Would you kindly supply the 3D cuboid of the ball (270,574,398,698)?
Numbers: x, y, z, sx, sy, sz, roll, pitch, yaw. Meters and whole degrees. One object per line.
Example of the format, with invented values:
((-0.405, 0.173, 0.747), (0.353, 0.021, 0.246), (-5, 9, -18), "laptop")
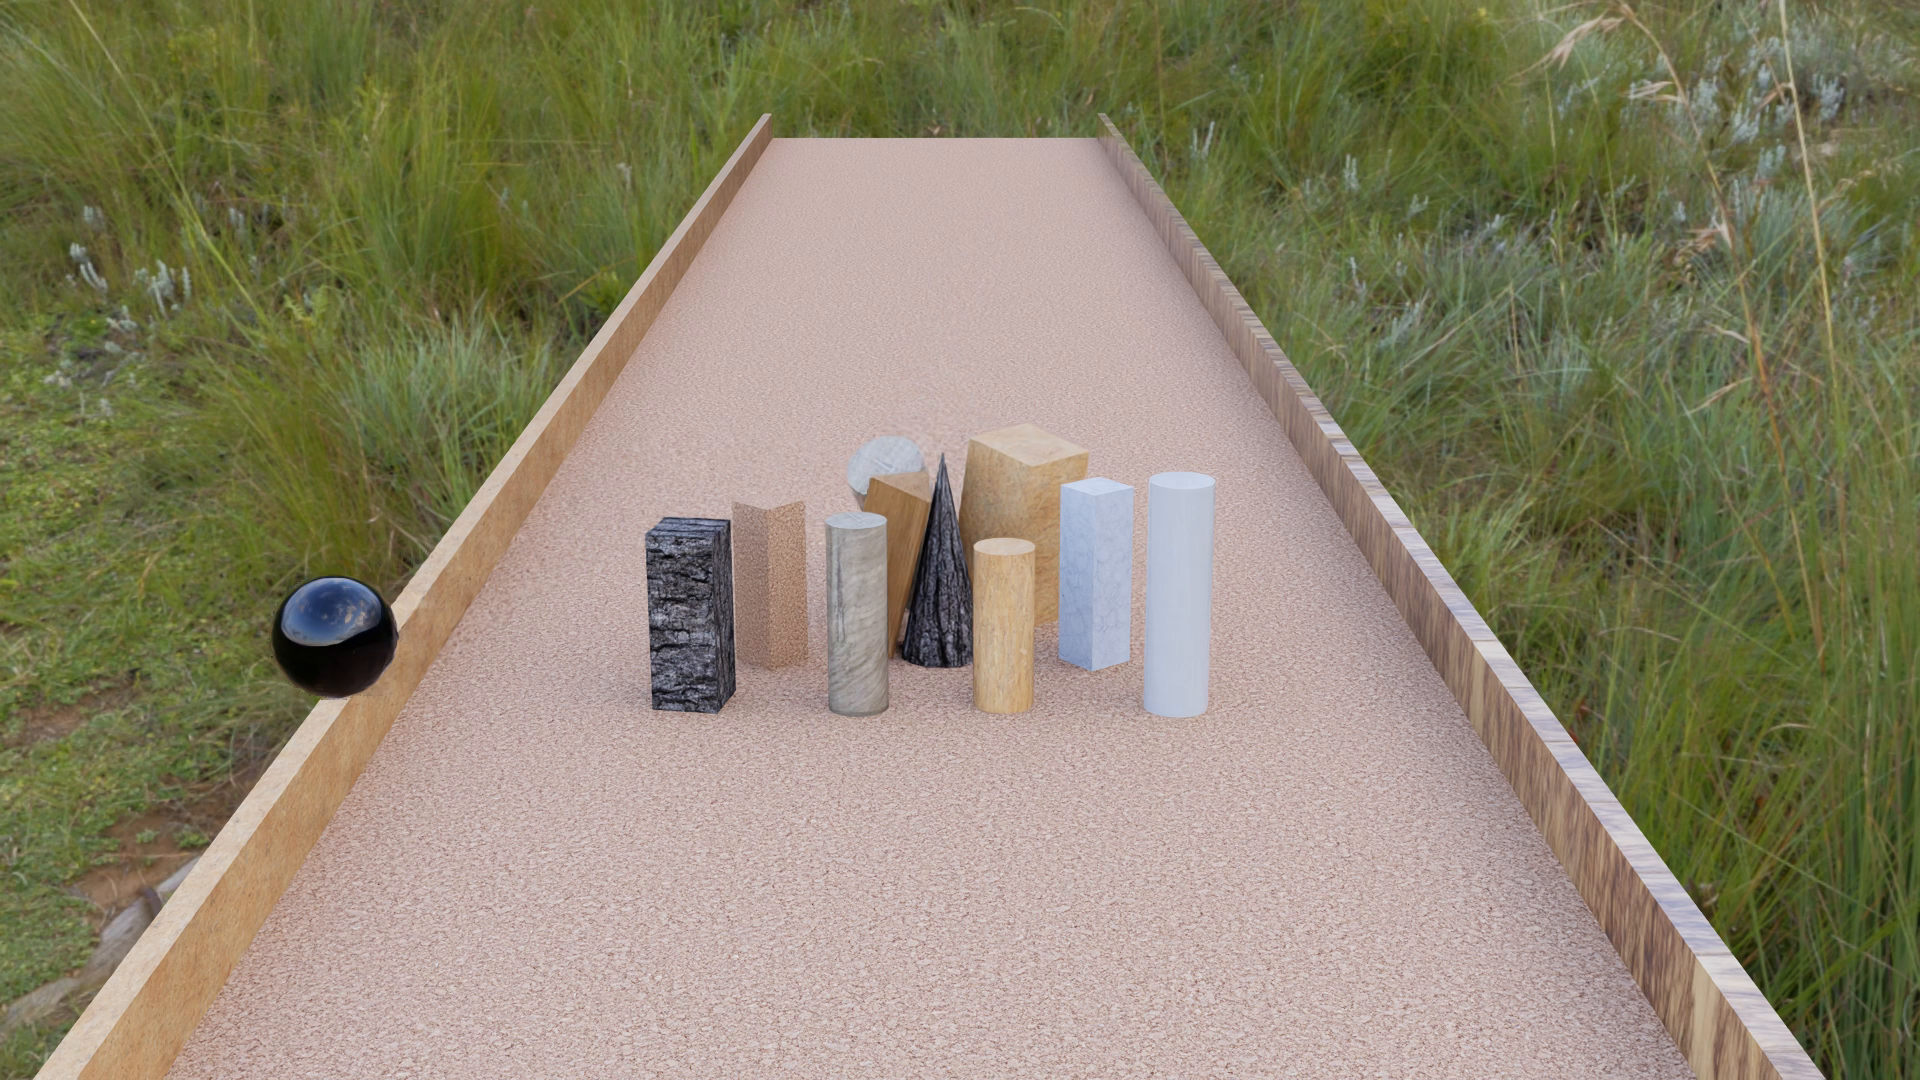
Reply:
((-1.061, 0.163, 3.731), (0.210, 0.210, 0.210), (0, 17, 0), "ball")

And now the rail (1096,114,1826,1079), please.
((0.932, -0.844, 7.801), (0.050, 0.150, 12.000), (0, 17, -1), "rail")

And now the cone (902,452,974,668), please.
((-0.034, 0.027, 4.388), (0.169, 0.427, 0.169), (0, 17, 0), "cone")

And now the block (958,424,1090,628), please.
((0.119, -0.022, 4.585), (0.176, 0.383, 0.176), (27, 30, 37), "block")

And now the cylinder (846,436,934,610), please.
((-0.106, -0.027, 4.581), (0.158, 0.407, 0.158), (-8, 51, 10), "cylinder")

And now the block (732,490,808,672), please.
((-0.377, 0.081, 4.374), (0.101, 0.332, 0.101), (15, 22, 40), "block")

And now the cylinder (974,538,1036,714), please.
((0.083, 0.161, 4.141), (0.115, 0.310, 0.115), (0, 17, 0), "cylinder")

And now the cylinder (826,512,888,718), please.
((-0.192, 0.140, 4.114), (0.114, 0.367, 0.114), (0, 17, 0), "cylinder")

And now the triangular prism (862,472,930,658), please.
((-0.131, 0.039, 4.414), (0.134, 0.360, 0.116), (24, 28, 19), "triangular prism")

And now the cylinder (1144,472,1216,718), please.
((0.408, 0.102, 4.105), (0.122, 0.443, 0.122), (0, 17, 0), "cylinder")

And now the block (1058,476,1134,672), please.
((0.269, 0.067, 4.369), (0.101, 0.361, 0.101), (-13, 21, -37), "block")

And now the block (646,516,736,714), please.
((-0.507, 0.141, 4.150), (0.127, 0.344, 0.127), (3, 17, 10), "block")

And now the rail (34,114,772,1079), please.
((-1.118, -0.838, 7.780), (0.050, 0.150, 12.000), (0, 17, -1), "rail")
